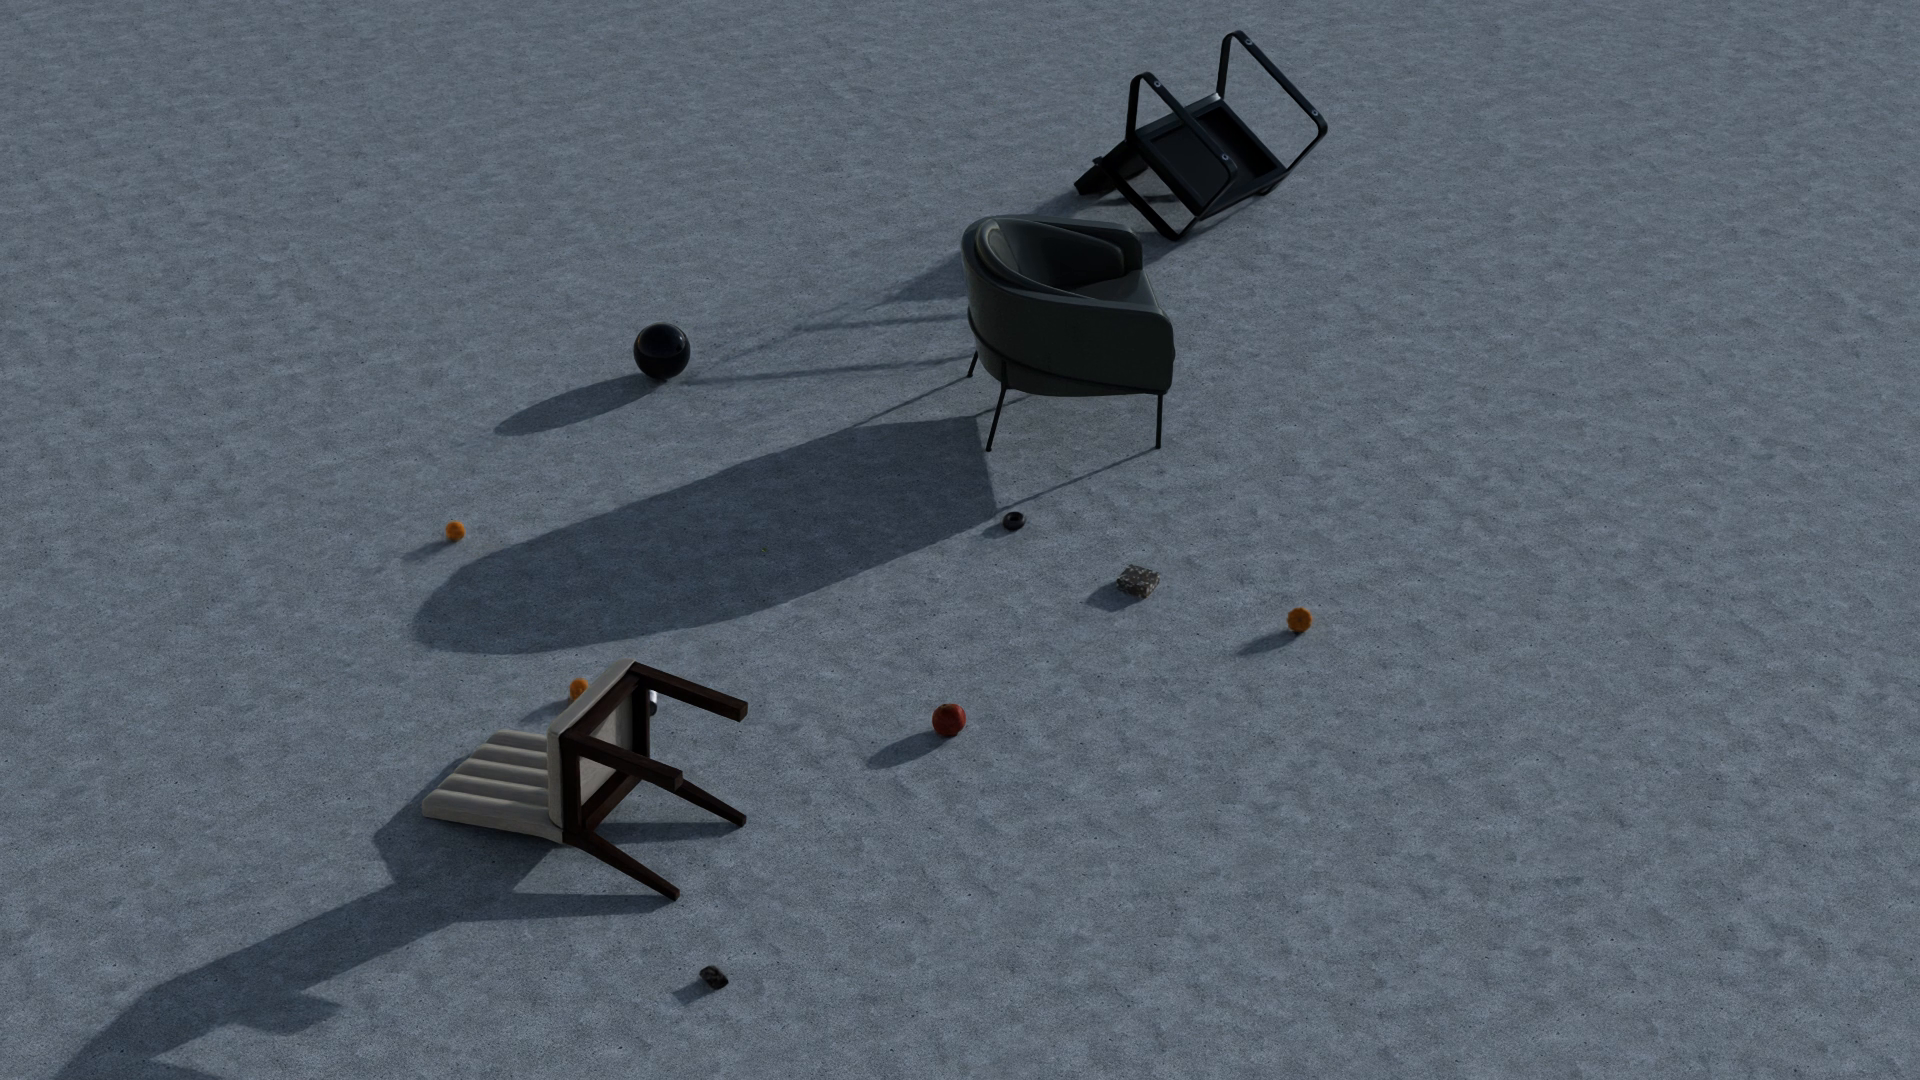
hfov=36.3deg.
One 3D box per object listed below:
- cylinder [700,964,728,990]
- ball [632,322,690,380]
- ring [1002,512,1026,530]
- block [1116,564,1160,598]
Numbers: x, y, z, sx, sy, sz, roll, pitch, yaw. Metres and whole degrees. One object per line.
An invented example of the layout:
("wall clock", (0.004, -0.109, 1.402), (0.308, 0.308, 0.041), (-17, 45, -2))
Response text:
("cylinder", (-0.747, 1.328, 8.894), (0.071, 0.037, 0.059), (48, 28, 21))
("ball", (-1.209, -0.767, 11.896), (0.234, 0.234, 0.234), (0, 33, 0))
("ring", (0.203, -0.072, 11.023), (0.085, 0.035, 0.101), (13, 36, 17))
("block", (0.649, 0.150, 10.673), (0.119, 0.049, 0.109), (17, 37, 24))
